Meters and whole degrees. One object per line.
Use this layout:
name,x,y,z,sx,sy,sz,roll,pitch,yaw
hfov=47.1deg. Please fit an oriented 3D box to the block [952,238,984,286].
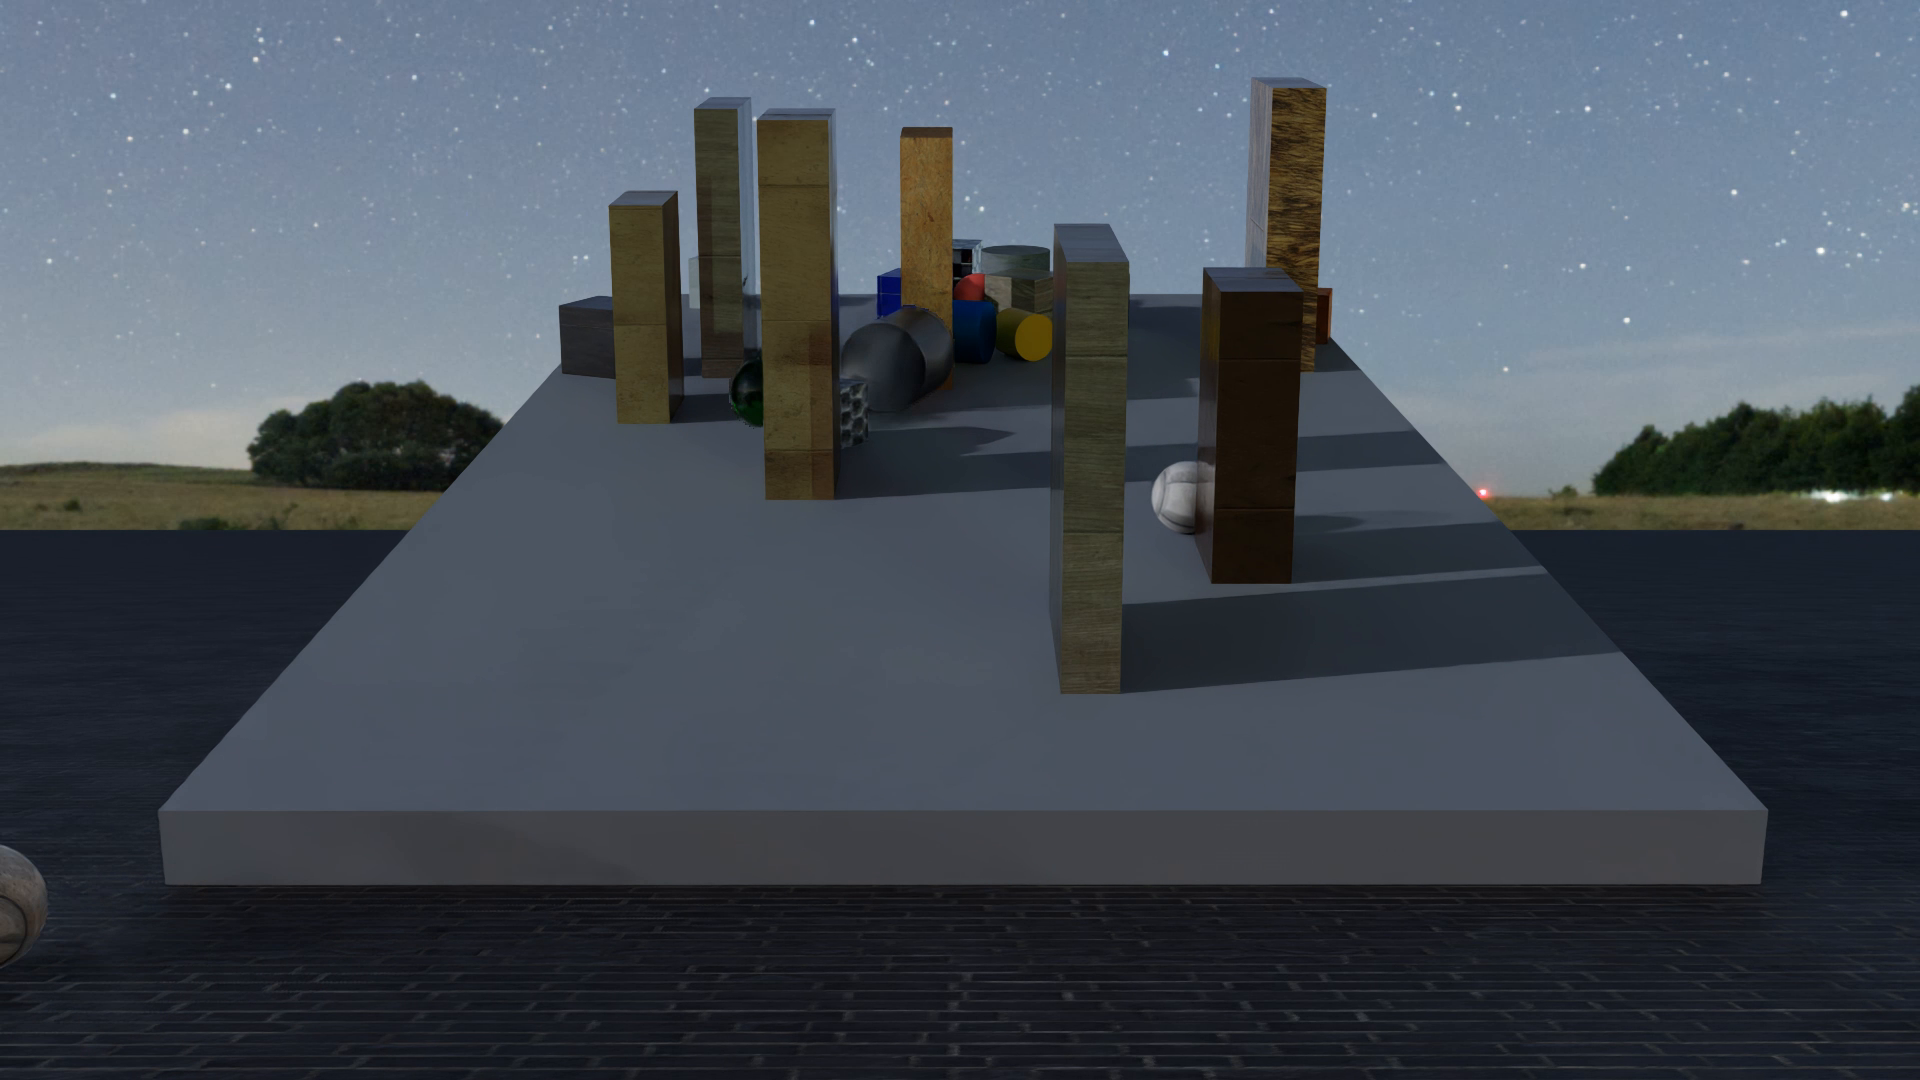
block,-0.045,-0.748,6.268,0.193,0.193,0.193,3,16,9

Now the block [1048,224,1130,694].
block,0.186,-0.132,3.259,0.085,0.620,0.403,0,16,0

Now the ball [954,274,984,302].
ball,0.050,-0.656,6.020,0.147,0.147,0.147,0,0,0

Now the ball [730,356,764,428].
ball,-0.421,-0.323,4.801,0.159,0.159,0.159,0,0,0

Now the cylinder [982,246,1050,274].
cylinder,0.154,-0.714,6.147,0.192,0.192,0.192,0,16,0

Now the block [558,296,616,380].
block,-0.865,-0.500,5.419,0.169,0.169,0.169,7,17,25

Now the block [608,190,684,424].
block,-0.699,-0.526,4.929,0.115,0.480,0.282,0,16,0

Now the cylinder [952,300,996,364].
cylinder,-0.004,-0.527,5.543,0.155,0.155,0.155,5,2,17

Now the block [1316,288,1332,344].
block,0.917,-0.597,5.846,0.130,0.130,0.130,4,16,13

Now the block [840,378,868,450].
block,-0.285,-0.269,4.662,0.130,0.130,0.130,10,18,32

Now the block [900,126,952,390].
block,-0.078,-0.679,5.276,0.121,0.591,0.280,0,16,0

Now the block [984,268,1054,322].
block,0.177,-0.639,5.935,0.160,0.160,0.160,11,19,34

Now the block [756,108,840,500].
block,-0.307,-0.459,4.249,0.131,0.717,0.274,0,16,0

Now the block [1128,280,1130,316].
block,0.364,-0.663,6.039,0.151,0.151,0.151,-6,17,-21

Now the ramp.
ramp,-0.002,-0.152,4.672,2.000,0.100,4.000,0,16,0

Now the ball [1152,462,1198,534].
ball,0.411,-0.077,3.975,0.130,0.130,0.130,0,0,0

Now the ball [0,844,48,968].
ball,-0.990,0.370,2.217,0.132,0.132,0.132,0,0,0

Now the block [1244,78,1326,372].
block,0.809,-0.797,5.522,0.128,0.689,0.393,0,16,0

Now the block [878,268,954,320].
block,-0.120,-0.641,5.946,0.159,0.159,0.159,5,16,18

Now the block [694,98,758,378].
block,-0.576,-0.754,5.444,0.103,0.645,0.371,0,16,0

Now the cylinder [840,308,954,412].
cylinder,-0.142,-0.414,5.044,0.205,0.205,0.205,0,15,19

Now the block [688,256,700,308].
block,-0.689,-0.749,6.362,0.142,0.142,0.142,5,16,17

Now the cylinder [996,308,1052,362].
cylinder,0.159,-0.524,5.600,0.120,0.120,0.120,0,14,-31

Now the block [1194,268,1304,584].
block,0.487,-0.199,3.738,0.133,0.492,0.263,0,16,0
